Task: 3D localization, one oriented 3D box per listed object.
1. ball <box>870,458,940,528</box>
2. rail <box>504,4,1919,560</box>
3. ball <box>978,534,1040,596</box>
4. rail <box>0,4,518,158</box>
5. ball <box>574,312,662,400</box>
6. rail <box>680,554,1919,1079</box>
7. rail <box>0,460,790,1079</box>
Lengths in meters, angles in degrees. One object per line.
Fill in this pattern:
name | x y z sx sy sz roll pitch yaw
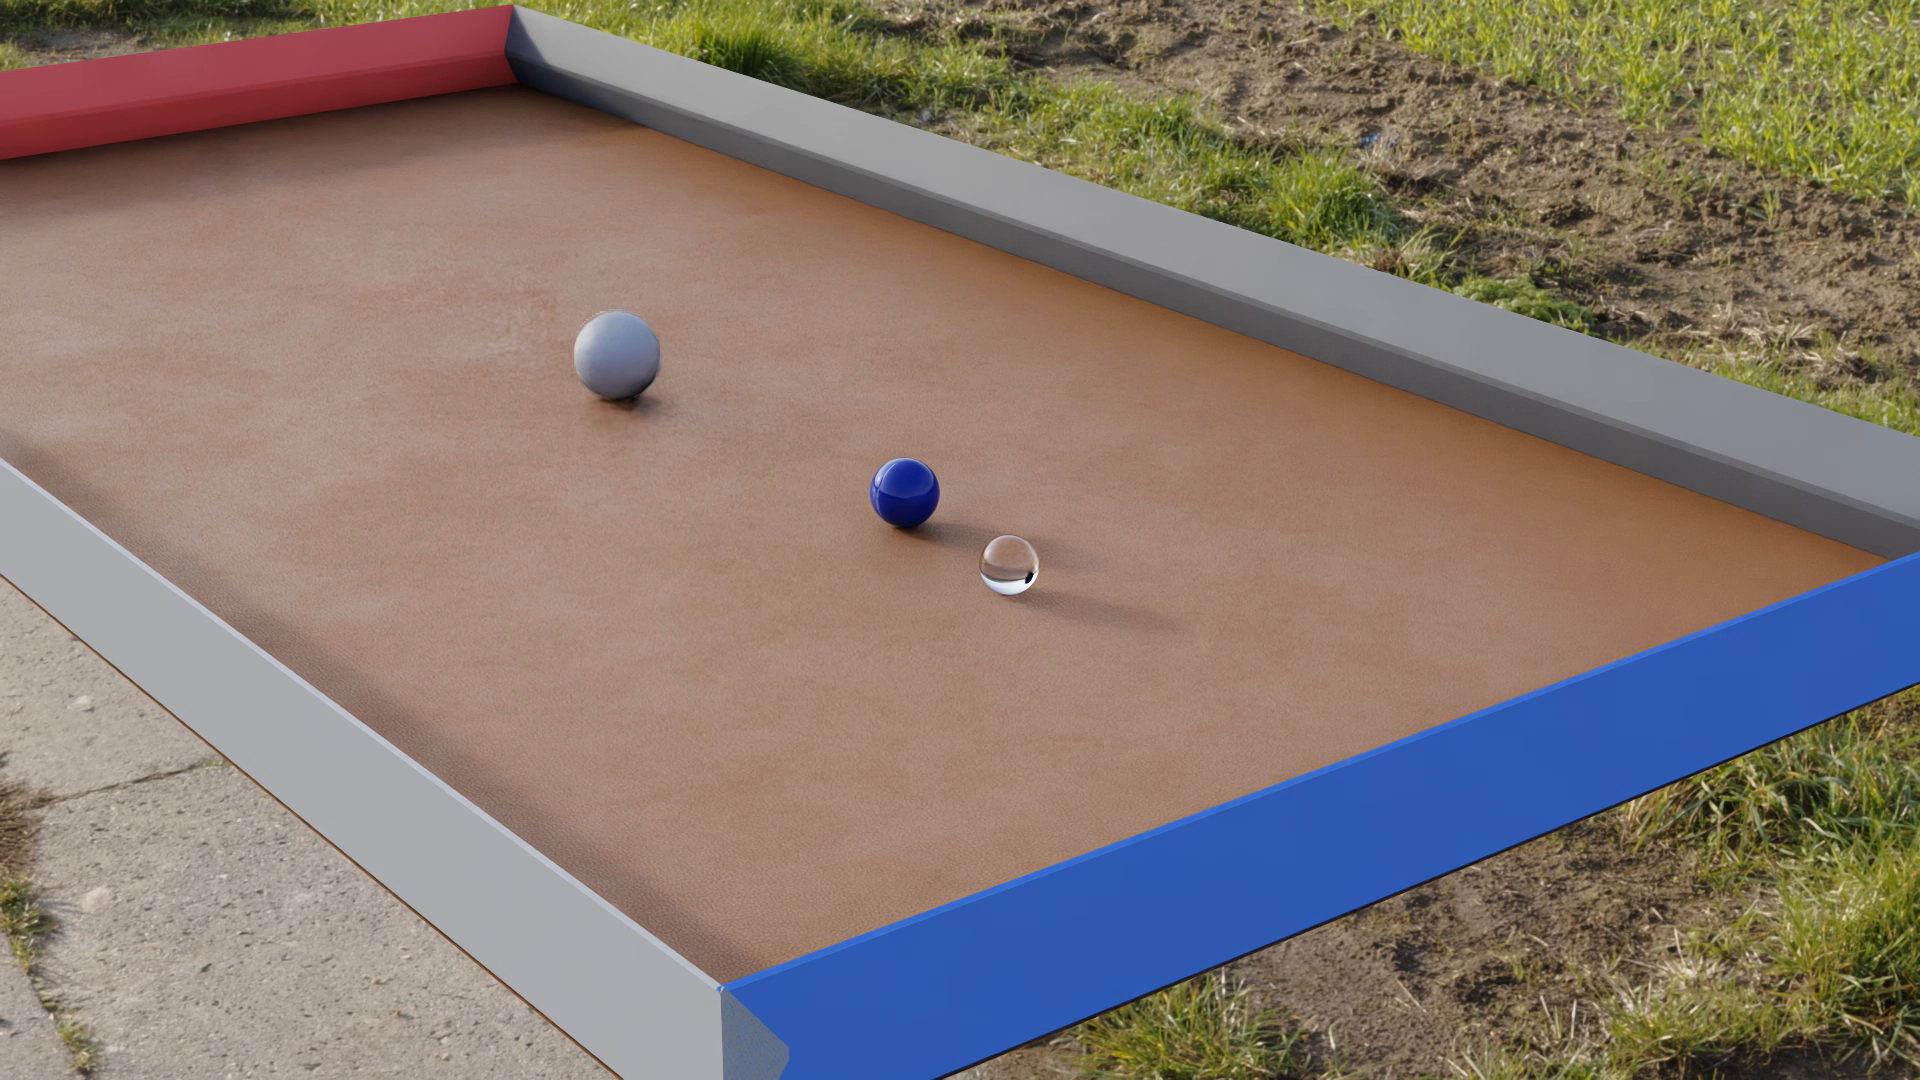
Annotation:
ball | -0.050 -0.043 2.687 0.065 0.065 0.065 0 21 0
rail | 0.118 -0.362 3.435 0.045 0.117 2.655 -15 26 -34
ball | 0.042 0.021 2.537 0.052 0.052 0.052 0 21 0
rail | -1.193 -0.594 4.032 1.356 0.117 0.045 -15 26 -34
ball | -0.353 -0.190 3.030 0.090 0.090 0.090 0 21 0
rail | 0.388 0.156 2.099 1.356 0.117 0.045 -15 26 -34
rail | -0.923 -0.076 2.695 0.045 0.117 2.655 -15 26 -34
